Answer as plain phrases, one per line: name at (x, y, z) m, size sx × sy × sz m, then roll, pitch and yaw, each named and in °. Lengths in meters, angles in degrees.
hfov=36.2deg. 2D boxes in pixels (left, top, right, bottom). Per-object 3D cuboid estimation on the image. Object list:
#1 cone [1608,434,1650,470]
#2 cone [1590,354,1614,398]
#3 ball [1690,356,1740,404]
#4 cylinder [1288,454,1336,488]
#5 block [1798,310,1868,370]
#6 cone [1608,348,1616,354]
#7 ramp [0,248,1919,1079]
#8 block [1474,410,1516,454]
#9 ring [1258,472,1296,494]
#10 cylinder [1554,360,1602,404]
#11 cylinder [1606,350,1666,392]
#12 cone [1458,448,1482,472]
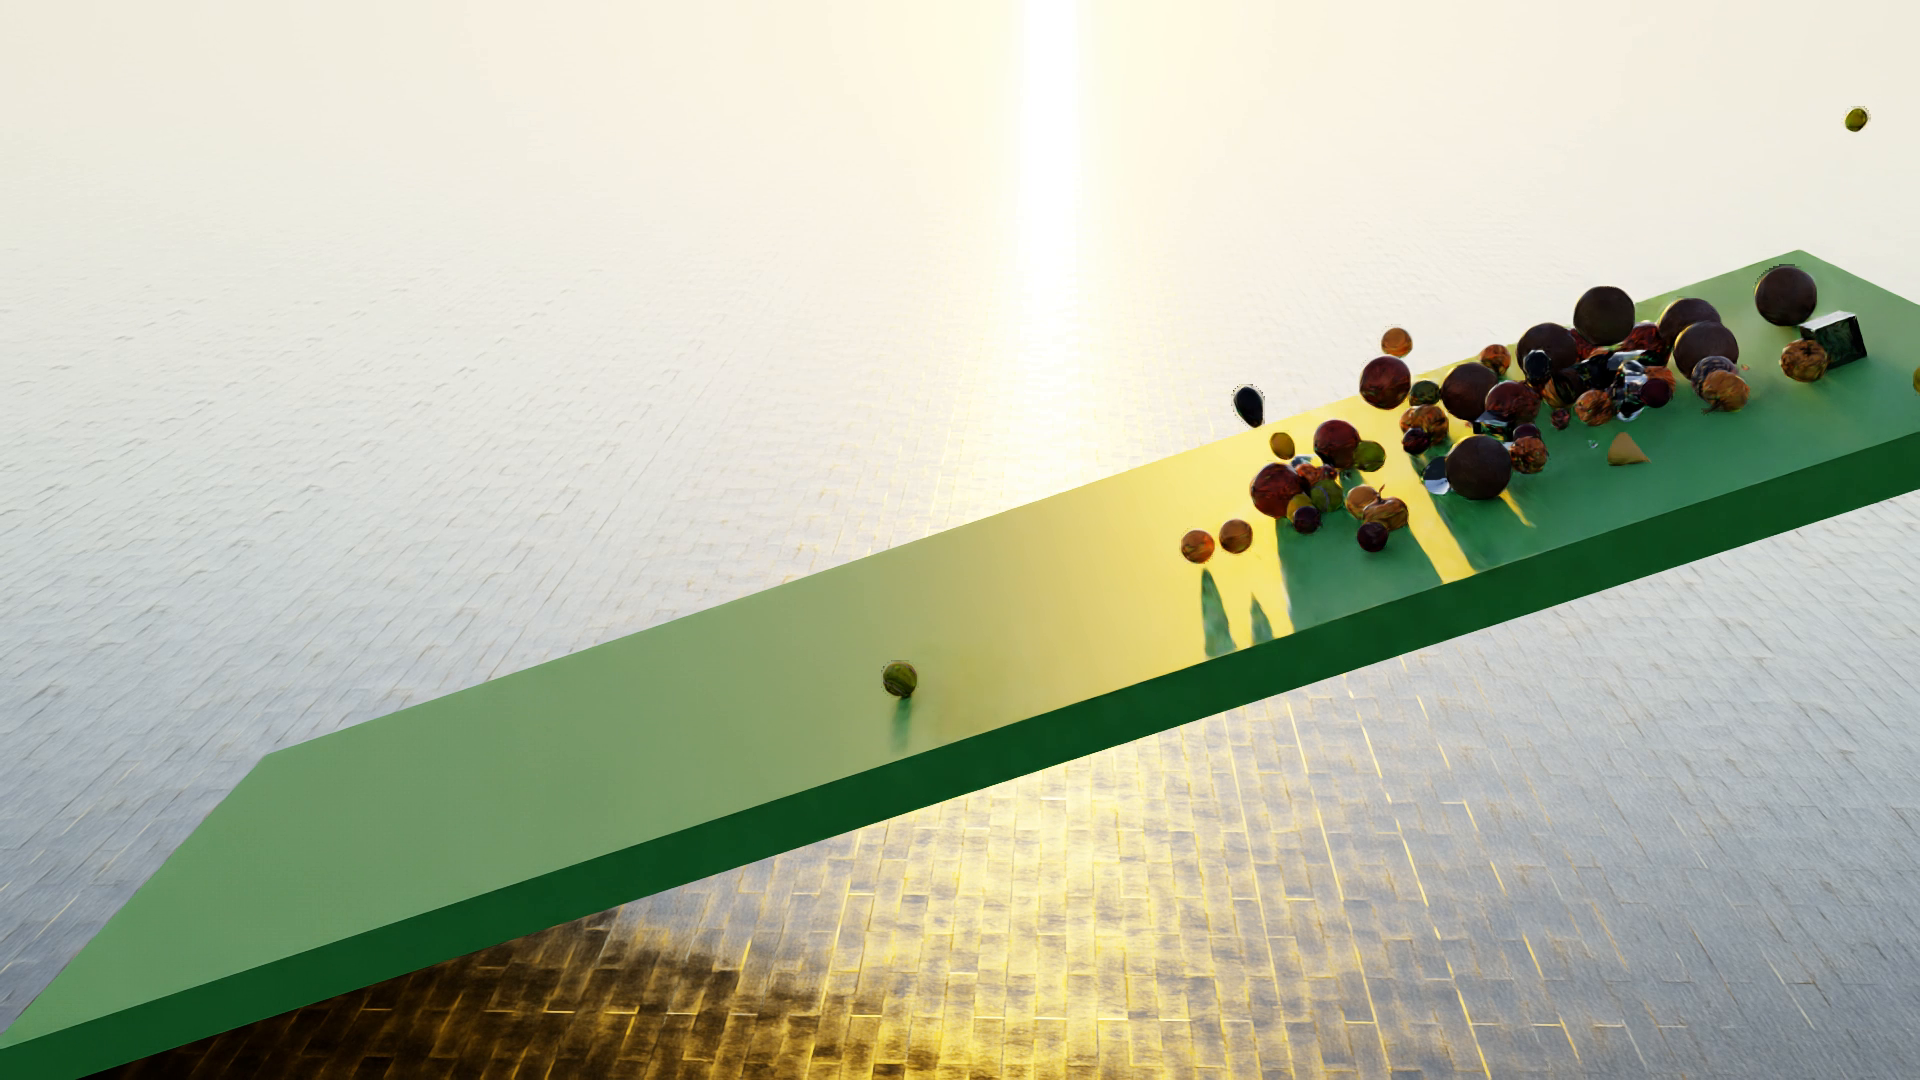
cone at (1.283, -0.161, 5.597) m, size 0.072 × 0.072 × 0.072 m, roll 14°, pitch 18°, yaw 41°
cone at (1.372, -0.331, 6.258) m, size 0.093 × 0.093 × 0.093 m, roll 4°, pitch 46°, yaw 17°
ball at (1.494, -0.317, 5.818) m, size 0.094 × 0.094 × 0.094 m, roll 0°, pitch 12°, yaw 0°
cylinder at (0.759, -0.150, 6.346) m, size 0.071 × 0.071 × 0.071 m, roll -8°, pitch 4°, yaw -32°
block at (1.730, -0.395, 5.831) m, size 0.087 × 0.087 × 0.087 m, roll -20°, pitch 11°, yaw -2°
cone at (1.394, -0.355, 6.323) m, size 0.082 × 0.082 × 0.082 m, roll 41°, pitch 18°, yaw -16°
ramp at (0.108, 0.180, 6.304) m, size 4.000 × 0.100 × 2.000 m, roll -18°, pitch 11°, yaw 6°
block at (1.103, -0.222, 6.067) m, size 0.063 × 0.063 × 0.063 m, roll 12°, pitch 31°, yaw 31°
ring at (0.687, -0.123, 6.355) m, size 0.084 × 0.028 × 0.084 m, roll 16°, pitch -13°, yaw 4°
cylinder at (1.302, -0.333, 6.198) m, size 0.073 × 0.073 × 0.073 m, roll -22°, pitch 19°, yaw -19°
cylinder at (1.417, -0.353, 6.162) m, size 0.088 × 0.088 × 0.088 m, roll -7°, pitch 3°, yaw -30°
cone at (1.053, -0.167, 5.996) m, size 0.052 × 0.052 × 0.052 m, roll 10°, pitch 18°, yaw 38°
